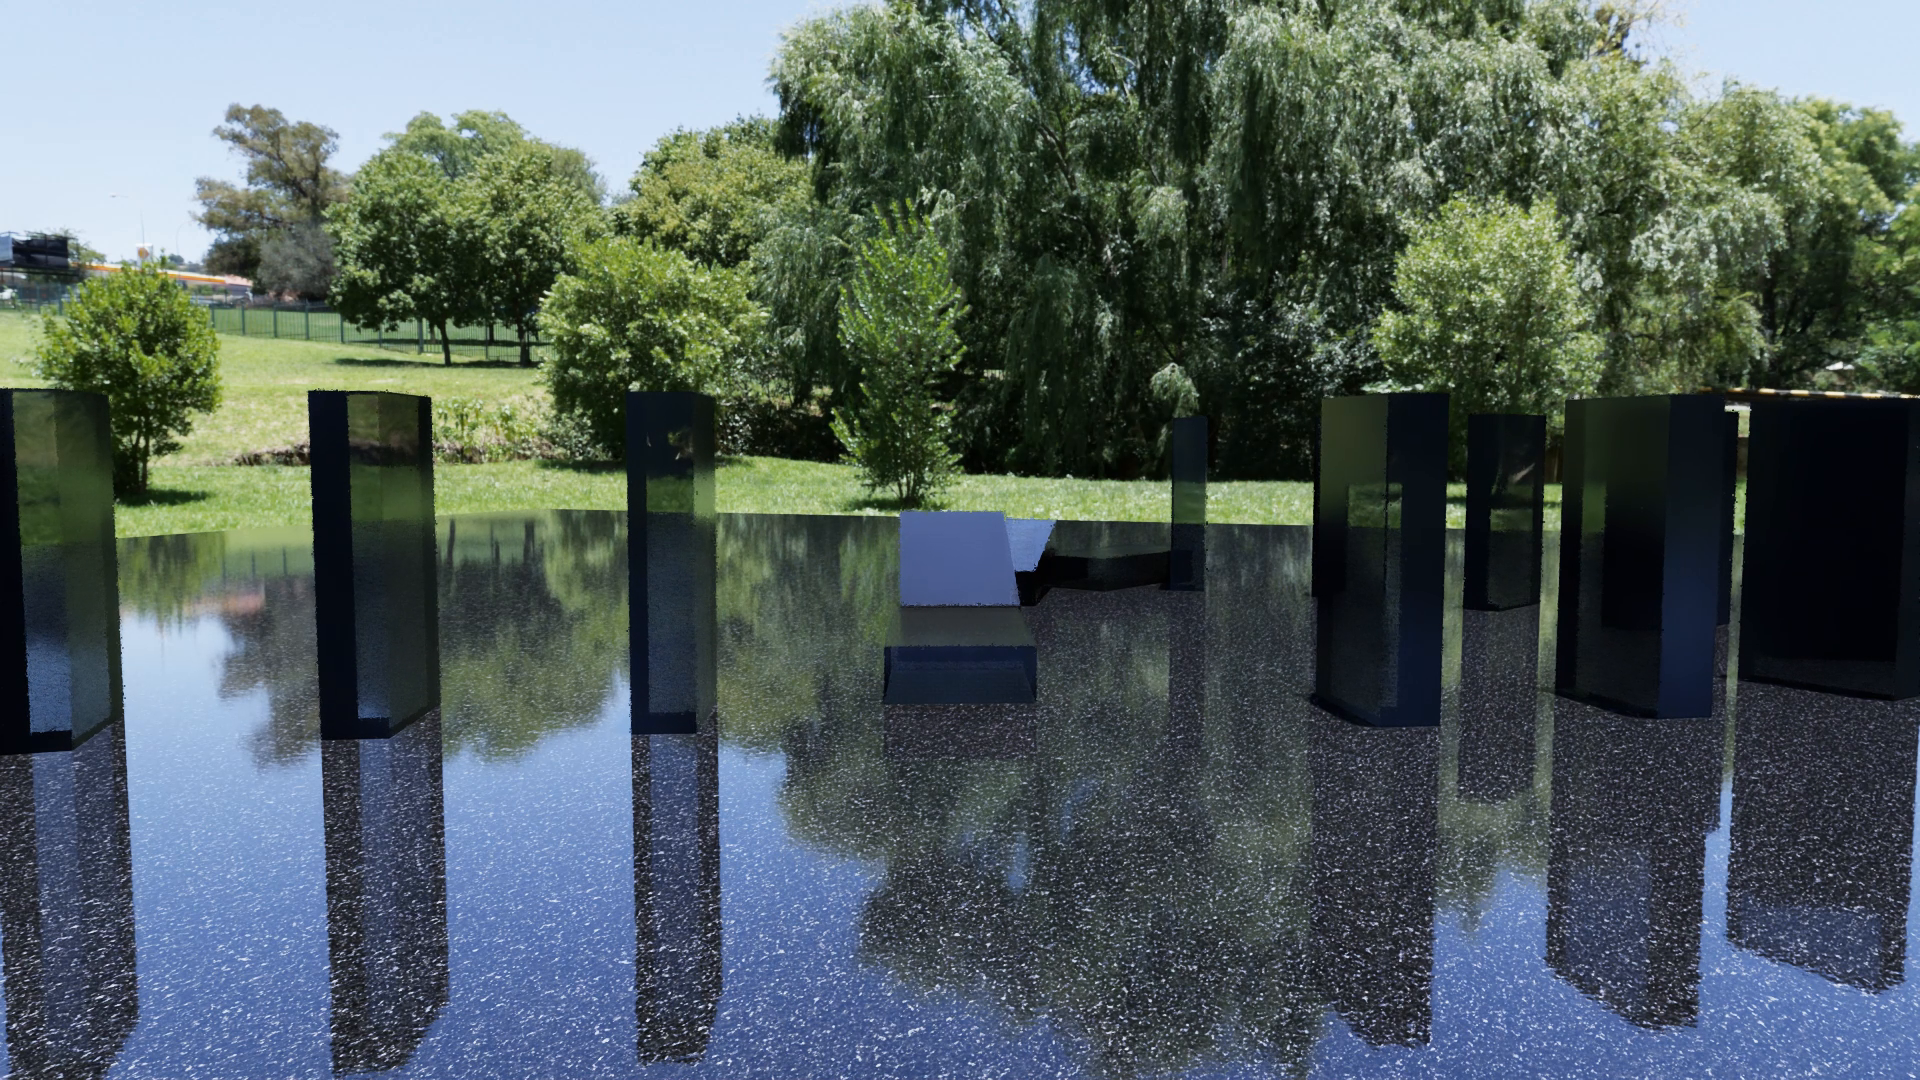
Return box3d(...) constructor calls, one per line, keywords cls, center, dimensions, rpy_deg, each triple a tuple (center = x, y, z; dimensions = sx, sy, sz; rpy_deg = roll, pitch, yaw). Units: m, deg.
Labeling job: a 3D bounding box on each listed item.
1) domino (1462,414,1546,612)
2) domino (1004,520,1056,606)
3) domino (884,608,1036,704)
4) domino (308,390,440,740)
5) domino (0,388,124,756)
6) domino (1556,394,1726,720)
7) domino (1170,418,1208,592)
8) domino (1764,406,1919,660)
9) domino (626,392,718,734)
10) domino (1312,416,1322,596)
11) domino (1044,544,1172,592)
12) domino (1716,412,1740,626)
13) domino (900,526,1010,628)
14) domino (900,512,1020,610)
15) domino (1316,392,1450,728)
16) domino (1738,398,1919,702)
box3d(cls="domino", center=(0.143, -0.008, 0.336), dimensions=(0.025, 0.050, 0.009), rpy_deg=(-4, 6, -43))
box3d(cls="domino", center=(0.012, 0.006, 0.362), dimensions=(0.025, 0.009, 0.050), rpy_deg=(1, 17, 11))
box3d(cls="domino", center=(0.000, 0.020, 0.235), dimensions=(0.025, 0.009, 0.050), rpy_deg=(0, 4, -1))
box3d(cls="domino", center=(-0.089, 0.003, 0.195), dimensions=(0.009, 0.050, 0.025), rpy_deg=(0, 4, -6))
box3d(cls="domino", center=(-0.132, 0.004, 0.187), dimensions=(0.009, 0.050, 0.025), rpy_deg=(-1, 5, -19))
box3d(cls="domino", center=(0.110, 0.002, 0.210), dimensions=(0.009, 0.050, 0.025), rpy_deg=(-1, 4, -10))
box3d(cls="domino", center=(0.068, -0.011, 0.382), dimensions=(0.009, 0.050, 0.025), rpy_deg=(1, 4, 12))
box3d(cls="domino", center=(0.178, -0.002, 0.258), dimensions=(0.025, 0.050, 0.009), rpy_deg=(1, 4, 9))
box3d(cls="domino", center=(-0.044, 0.003, 0.199), dimensions=(0.009, 0.050, 0.025), rpy_deg=(0, 4, -4))
box3d(cls="domino", center=(0.109, -0.010, 0.364), dimensions=(0.010, 0.050, 0.025), rpy_deg=(3, 5, 32))
box3d(cls="domino", center=(0.048, 0.008, 0.396), dimensions=(0.025, 0.009, 0.050), rpy_deg=(4, 6, 41))
box3d(cls="domino", center=(0.169, -0.005, 0.300), dimensions=(0.025, 0.050, 0.009), rpy_deg=(-2, 5, -26))
box3d(cls="domino", center=(-0.002, 0.008, 0.319), dimensions=(0.025, 0.009, 0.050), rpy_deg=(0, 17, -3))
box3d(cls="domino", center=(-0.001, 0.008, 0.290), dimensions=(0.025, 0.009, 0.050), rpy_deg=(0, 24, -3))
box3d(cls="domino", center=(0.066, 0.002, 0.204), dimensions=(0.010, 0.050, 0.025), rpy_deg=(0, 4, -6))
box3d(cls="domino", center=(0.152, 0.001, 0.224), dimensions=(0.009, 0.050, 0.025), rpy_deg=(-3, 5, -31))
